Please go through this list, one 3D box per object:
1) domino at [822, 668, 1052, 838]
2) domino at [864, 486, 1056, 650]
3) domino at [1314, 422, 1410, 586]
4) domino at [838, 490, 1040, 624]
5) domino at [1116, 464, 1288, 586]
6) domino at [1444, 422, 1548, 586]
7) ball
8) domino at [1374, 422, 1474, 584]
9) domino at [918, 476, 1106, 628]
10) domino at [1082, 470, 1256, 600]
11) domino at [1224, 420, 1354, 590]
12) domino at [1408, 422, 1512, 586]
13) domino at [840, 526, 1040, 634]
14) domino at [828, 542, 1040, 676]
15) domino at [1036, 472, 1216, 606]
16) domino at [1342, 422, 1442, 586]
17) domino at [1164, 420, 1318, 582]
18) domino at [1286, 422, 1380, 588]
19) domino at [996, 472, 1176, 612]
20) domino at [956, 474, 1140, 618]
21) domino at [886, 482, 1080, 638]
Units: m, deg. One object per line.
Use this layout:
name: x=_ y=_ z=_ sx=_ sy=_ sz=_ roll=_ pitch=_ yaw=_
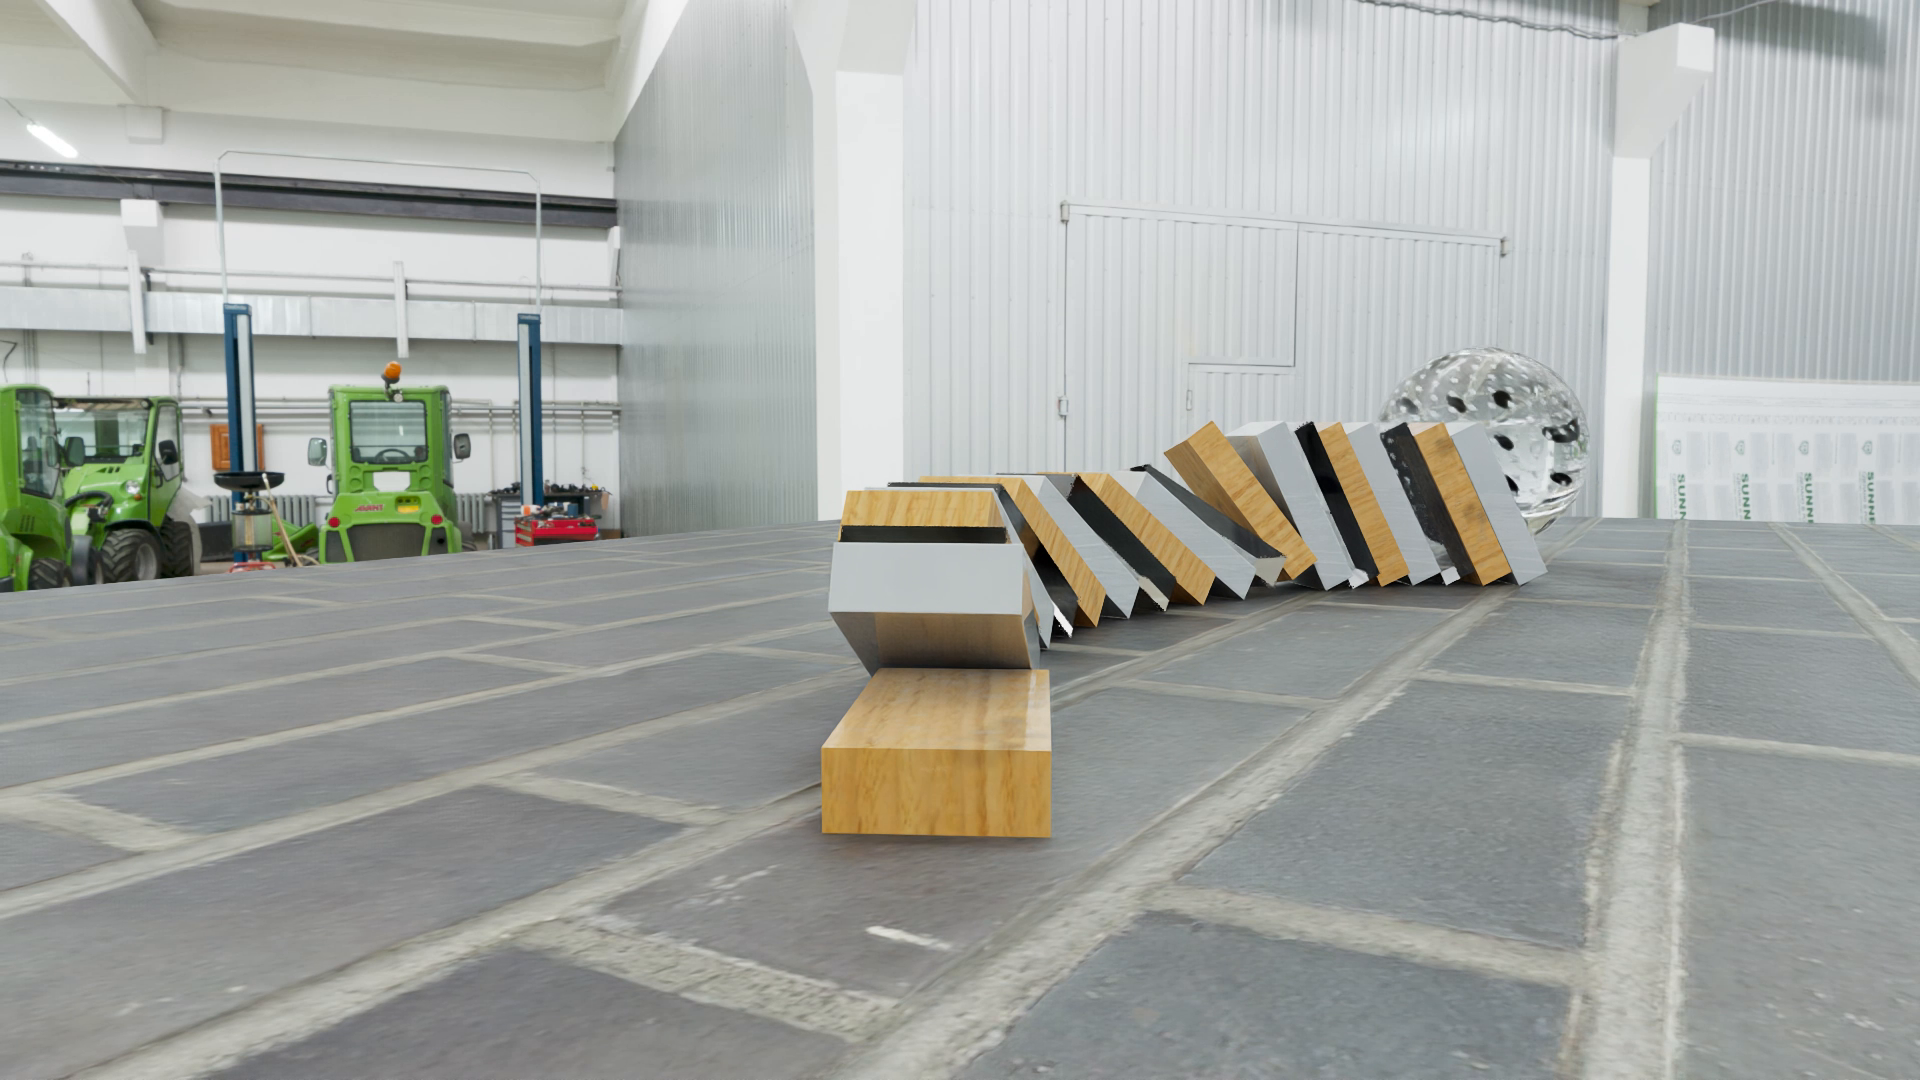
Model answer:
domino: x=-0.001 y=0.026 z=0.164 sx=0.025 sy=0.010 sz=0.050 roll=0 pitch=4 yaw=4
domino: x=0.000 y=0.006 z=0.251 sx=0.025 sy=0.010 sz=0.050 roll=2 pitch=-27 yaw=19
domino: x=0.119 y=-0.011 z=0.392 sx=0.010 sy=0.050 sz=0.025 roll=-26 pitch=4 yaw=1
domino: x=-0.002 y=0.008 z=0.232 sx=0.025 sy=0.010 sz=0.050 roll=1 pitch=-28 yaw=14
domino: x=0.065 y=-0.003 z=0.363 sx=0.050 sy=0.010 sz=0.025 roll=32 pitch=-13 yaw=-16
domino: x=0.161 y=-0.012 z=0.395 sx=0.010 sy=0.050 sz=0.025 roll=-26 pitch=4 yaw=1
ball: x=0.202 y=-0.035 z=0.502 sx=0.080 sy=0.080 sz=0.080 roll=0 pitch=4 yaw=0
domino: x=0.140 y=-0.012 z=0.397 sx=0.010 sy=0.050 sz=0.025 roll=-26 pitch=4 yaw=1
domino: x=0.012 y=0.003 z=0.288 sx=0.025 sy=0.010 sz=0.050 roll=3 pitch=-29 yaw=31
domino: x=0.055 y=-0.001 z=0.347 sx=0.050 sy=0.010 sz=0.025 roll=37 pitch=-18 yaw=-32
domino: x=0.097 y=-0.011 z=0.381 sx=0.009 sy=0.050 sz=0.025 roll=-27 pitch=8 yaw=-7
domino: x=0.150 y=-0.012 z=0.396 sx=0.009 sy=0.050 sz=0.025 roll=-26 pitch=4 yaw=1
domino: x=-0.002 y=0.012 z=0.212 sx=0.025 sy=0.010 sz=0.050 roll=1 pitch=-21 yaw=10
domino: x=-0.002 y=0.014 z=0.189 sx=0.025 sy=0.010 sz=0.050 roll=0 pitch=-20 yaw=6
domino: x=0.042 y=0.000 z=0.334 sx=0.025 sy=0.010 sz=0.050 roll=5 pitch=-27 yaw=50
domino: x=0.129 y=-0.012 z=0.396 sx=0.009 sy=0.050 sz=0.025 roll=-26 pitch=4 yaw=1
domino: x=0.082 y=-0.010 z=0.378 sx=0.009 sy=0.050 sz=0.025 roll=-37 pitch=0 yaw=-8
domino: x=0.107 y=-0.011 z=0.387 sx=0.009 sy=0.050 sz=0.025 roll=-27 pitch=8 yaw=-6
domino: x=0.030 y=0.001 z=0.320 sx=0.025 sy=0.010 sz=0.050 roll=4 pitch=-28 yaw=43
domino: x=0.020 y=0.002 z=0.304 sx=0.025 sy=0.009 sz=0.050 roll=3 pitch=-28 yaw=38
domino: x=0.005 y=0.005 z=0.270 sx=0.025 sy=0.010 sz=0.050 roll=2 pitch=-28 yaw=26
